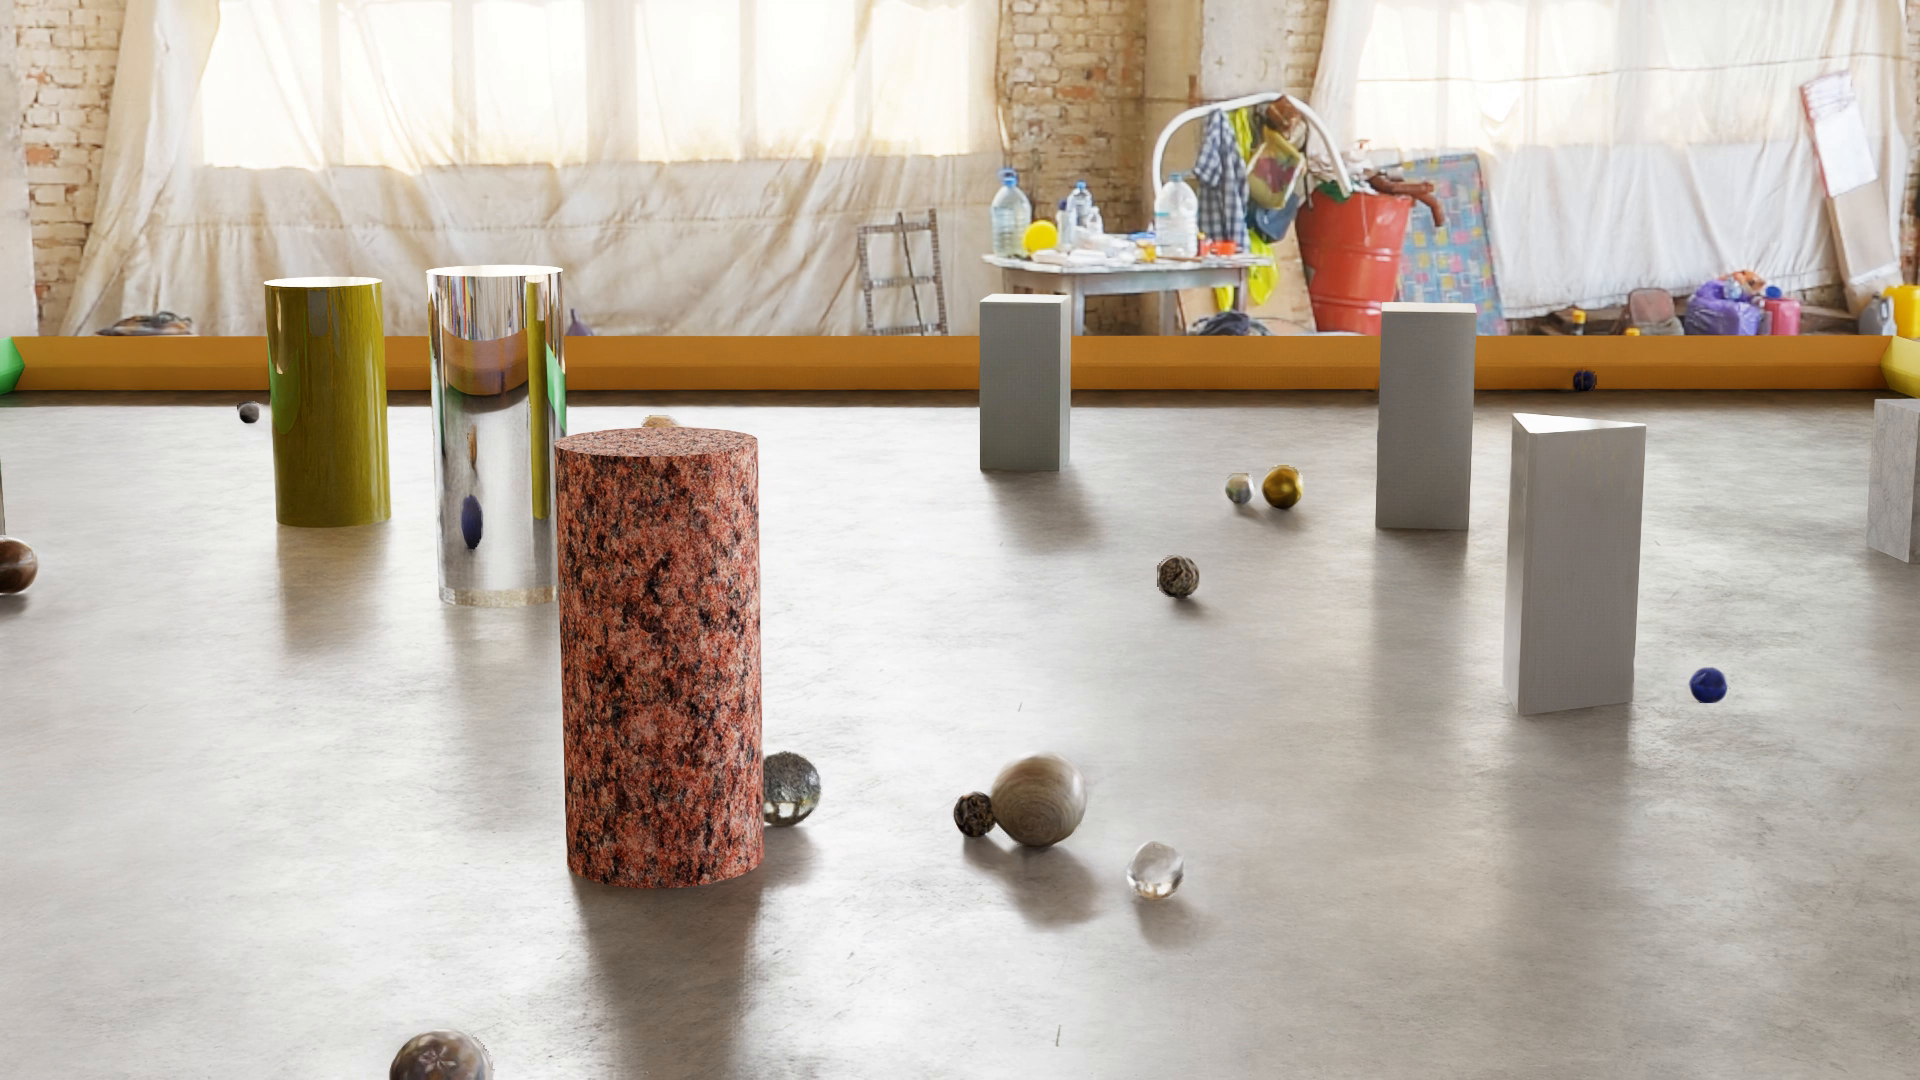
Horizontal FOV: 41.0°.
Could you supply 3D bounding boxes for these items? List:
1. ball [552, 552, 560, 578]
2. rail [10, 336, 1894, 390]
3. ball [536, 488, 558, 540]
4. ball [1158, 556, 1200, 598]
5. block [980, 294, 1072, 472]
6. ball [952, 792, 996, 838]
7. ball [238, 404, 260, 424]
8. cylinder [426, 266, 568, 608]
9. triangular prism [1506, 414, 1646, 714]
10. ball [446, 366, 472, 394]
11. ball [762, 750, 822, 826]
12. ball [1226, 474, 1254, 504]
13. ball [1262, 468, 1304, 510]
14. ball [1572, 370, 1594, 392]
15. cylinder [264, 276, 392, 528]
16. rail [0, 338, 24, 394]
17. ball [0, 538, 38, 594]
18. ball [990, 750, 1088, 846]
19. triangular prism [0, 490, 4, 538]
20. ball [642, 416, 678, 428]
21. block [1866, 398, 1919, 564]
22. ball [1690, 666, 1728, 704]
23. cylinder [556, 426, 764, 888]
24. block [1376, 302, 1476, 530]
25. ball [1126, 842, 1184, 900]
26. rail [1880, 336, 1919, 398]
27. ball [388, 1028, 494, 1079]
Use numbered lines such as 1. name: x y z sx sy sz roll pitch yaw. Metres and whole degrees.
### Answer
1. ball: -0.553 0.034 3.628 0.048 0.048 0.048 0 11 0
2. rail: -0.013 -0.392 5.701 4.197 0.118 0.045 0 11 0
3. ball: -0.606 -0.040 3.922 0.083 0.083 0.083 0 11 0
4. ball: 0.300 0.051 3.512 0.057 0.057 0.057 0 11 0
5. block: 0.119 -0.287 4.649 0.145 0.302 0.145 2 11 10
6. ball: 0.015 0.260 2.433 0.043 0.043 0.043 0 11 0
7. ball: -1.436 -0.255 5.184 0.042 0.042 0.042 0 11 0
8. cylinder: -0.628 -0.145 3.503 0.182 0.445 0.182 0 11 0
9. triangular prism: 0.675 0.022 2.953 0.157 0.320 0.136 -5 12 -24
10. ball: -1.105 -0.353 5.662 0.059 0.059 0.059 0 11 0
11. ball: -0.170 0.238 2.467 0.074 0.074 0.074 0 11 0
12. ball: 0.464 -0.084 4.256 0.049 0.049 0.049 0 11 0
13. ball: 0.529 -0.085 4.204 0.068 0.068 0.068 0 11 0
14. ball: 1.383 -0.353 5.688 0.048 0.048 0.048 0 11 0
15. cylinder: -1.007 -0.222 4.095 0.182 0.379 0.182 0 11 0
16. rail: -2.075 0.033 3.438 0.045 0.118 4.627 0 11 0
17. ball: -1.309 0.035 3.529 0.079 0.079 0.079 0 11 0
18. ball: 0.074 0.241 2.403 0.091 0.091 0.091 0 11 0
19. triangular prism: -1.384 -0.104 3.539 0.157 0.350 0.136 7 13 33
20. ball: -0.559 -0.193 4.770 0.073 0.073 0.073 0 11 0
21. block: 1.455 -0.090 3.814 0.145 0.223 0.145 -1 11 -5
22. ball: 0.857 0.166 2.936 0.043 0.043 0.043 0 11 0
23. cylinder: -0.272 0.102 2.337 0.182 0.389 0.182 0 11 0
24. block: 0.738 -0.199 4.072 0.145 0.341 0.145 2 11 9
25. ball: 0.171 0.290 2.252 0.051 0.051 0.051 0 11 0
26. rail: 2.075 0.028 3.462 0.045 0.118 4.627 0 11 0
27. ball: -0.357 0.372 1.762 0.071 0.071 0.071 0 11 0
